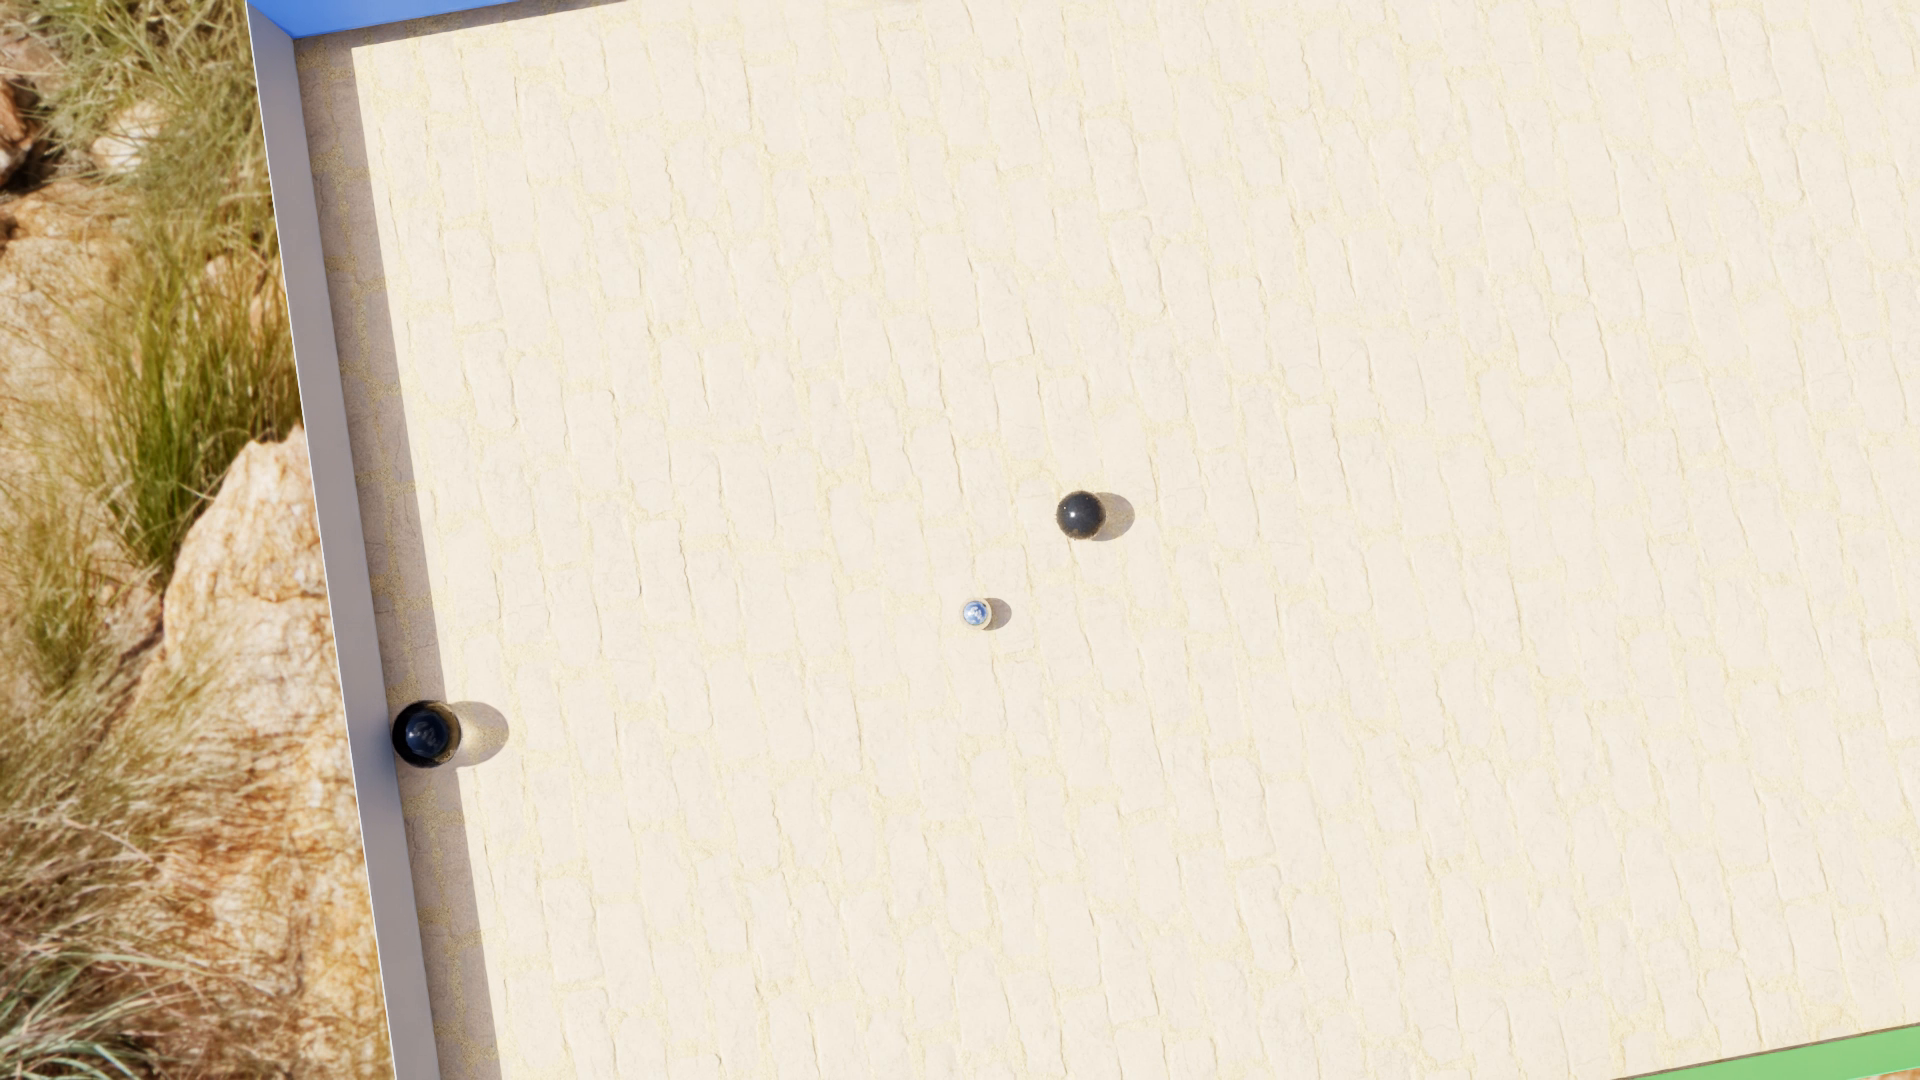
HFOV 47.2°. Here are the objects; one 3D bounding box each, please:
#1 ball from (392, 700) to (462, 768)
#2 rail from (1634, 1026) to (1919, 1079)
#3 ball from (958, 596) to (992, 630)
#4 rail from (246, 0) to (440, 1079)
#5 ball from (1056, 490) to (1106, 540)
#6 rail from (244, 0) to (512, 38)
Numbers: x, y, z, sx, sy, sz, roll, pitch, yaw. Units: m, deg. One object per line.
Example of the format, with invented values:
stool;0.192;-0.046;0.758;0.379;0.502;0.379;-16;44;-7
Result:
ball;-0.778;0.284;3.212;0.099;0.099;0.099;0;82;0
rail;1.067;0.770;3.125;3.646;0.128;0.045;-10;82;-1
ball;0.023;0.109;3.262;0.050;0.050;0.050;0;82;0
rail;-0.874;0.152;3.215;0.045;0.128;1.964;-10;82;-1
ball;0.180;-0.037;3.271;0.075;0.075;0.075;0;82;0
rail;0.727;-1.097;3.397;3.646;0.128;0.045;-10;82;-1
